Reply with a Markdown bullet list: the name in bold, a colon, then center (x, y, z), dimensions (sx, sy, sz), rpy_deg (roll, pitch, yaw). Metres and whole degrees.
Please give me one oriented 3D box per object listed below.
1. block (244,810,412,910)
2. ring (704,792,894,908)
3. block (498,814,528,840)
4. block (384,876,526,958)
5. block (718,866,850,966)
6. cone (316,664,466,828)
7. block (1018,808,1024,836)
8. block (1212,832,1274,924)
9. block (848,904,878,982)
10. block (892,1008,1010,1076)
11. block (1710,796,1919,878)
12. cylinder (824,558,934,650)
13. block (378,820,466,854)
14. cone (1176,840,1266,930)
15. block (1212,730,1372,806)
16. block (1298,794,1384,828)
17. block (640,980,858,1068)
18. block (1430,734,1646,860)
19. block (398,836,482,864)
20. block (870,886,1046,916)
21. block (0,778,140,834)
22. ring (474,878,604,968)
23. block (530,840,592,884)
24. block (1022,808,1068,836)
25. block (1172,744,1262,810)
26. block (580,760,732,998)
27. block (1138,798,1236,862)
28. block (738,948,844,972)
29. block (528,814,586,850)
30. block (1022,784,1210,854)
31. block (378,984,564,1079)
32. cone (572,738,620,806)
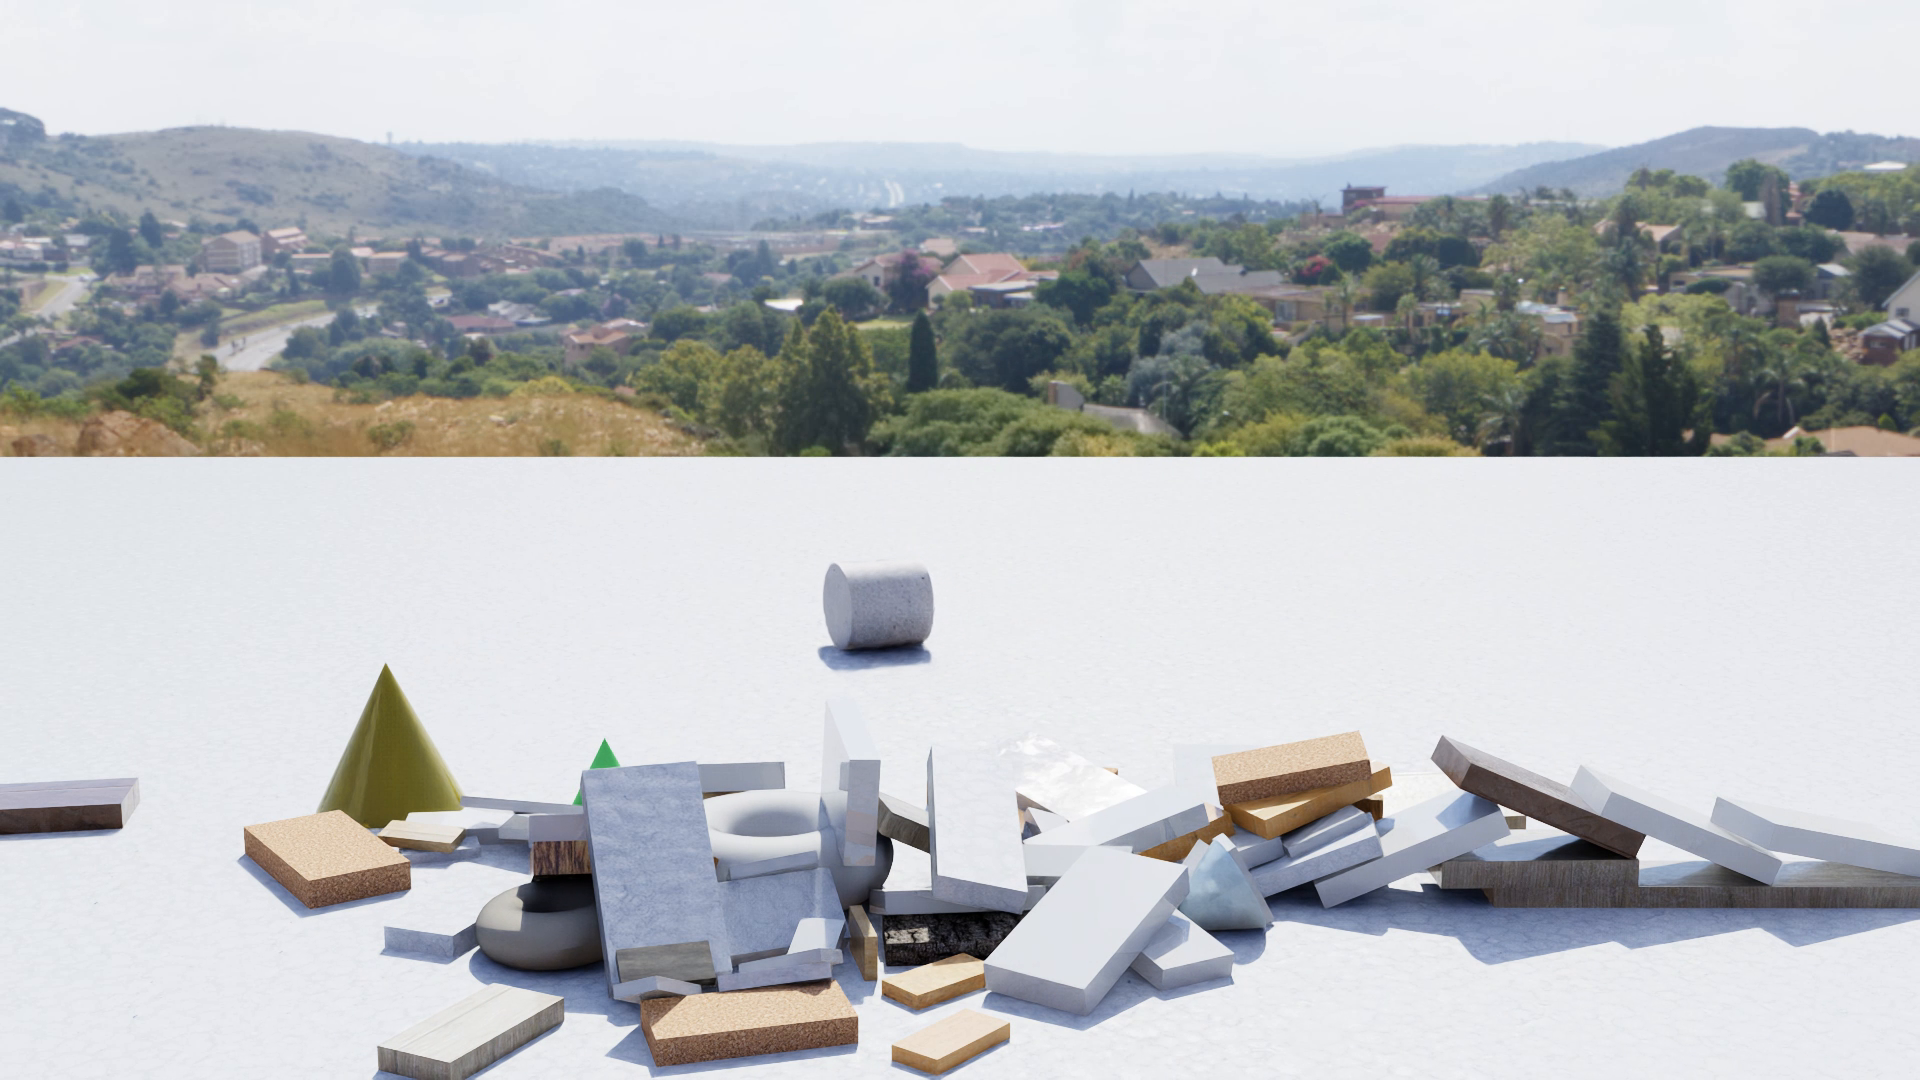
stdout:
- **block**: center (-1.090, 0.545, 3.778), dimensions (0.173, 0.049, 0.346), rpy_deg (-7, 13, -34)
- **ring**: center (-0.315, 0.523, 3.664), dimensions (0.409, 0.136, 0.409), rpy_deg (0, 9, 0)
- **block**: center (-0.766, 0.503, 3.917), dimensions (0.067, 0.019, 0.135), rpy_deg (2, 11, 8)
- **block**: center (-0.795, 0.600, 3.517), dimensions (0.125, 0.035, 0.249), rpy_deg (4, 11, 20)
- **block**: center (-0.306, 0.585, 3.396), dimensions (0.249, 0.035, 0.125), rpy_deg (-5, 54, -24)
- **cone**: center (-1.070, 0.364, 4.123), dimensions (0.279, 0.279, 0.279), rpy_deg (0, 11, 0)
- **block**: center (0.040, 0.482, 3.849), dimensions (0.142, 0.040, 0.284), rpy_deg (25, 1, 3)
- **block**: center (0.456, 0.545, 3.540), dimensions (0.020, 0.142, 0.071), rpy_deg (-30, 14, -4)
- **block**: center (-0.148, 0.614, 3.353), dimensions (0.020, 0.069, 0.139), rpy_deg (-2, 11, -12)
- **block**: center (-0.012, 0.694, 3.046), dimensions (0.081, 0.023, 0.162), rpy_deg (8, 13, 38)
- **block**: center (1.431, 0.494, 3.659), dimensions (0.315, 0.045, 0.157), rpy_deg (11, 7, -18)
- **cylinder**: center (-0.202, 0.156, 5.422), dimensions (0.213, 0.213, 0.213), rpy_deg (-4, 11, -22)
- **block**: center (-0.944, 0.520, 3.857), dimensions (0.135, 0.019, 0.068), rpy_deg (5, 17, 8)
- **cone**: center (0.376, 0.586, 3.498), dimensions (0.159, 0.159, 0.159), rpy_deg (-29, 15, -7)
- **block**: center (0.565, 0.389, 3.760), dimensions (0.259, 0.037, 0.130), rpy_deg (-11, 16, 6)
- **block**: center (0.606, 0.500, 3.815), dimensions (0.248, 0.124, 0.035), rpy_deg (2, 11, 10)
- **block**: center (-0.297, 0.677, 3.090), dimensions (0.283, 0.040, 0.141), rpy_deg (-3, 11, -16)
- **block**: center (0.953, 0.424, 3.635), dimensions (0.324, 0.046, 0.162), rpy_deg (22, 9, -8)
- **block**: center (-0.913, 0.545, 3.859), dimensions (0.135, 0.019, 0.068), rpy_deg (-4, 11, -18)
- **block**: center (-0.005, 0.574, 3.515), dimensions (0.259, 0.037, 0.130), rpy_deg (0, -8, -13)
- **block**: center (-1.707, 0.493, 4.060), dimensions (0.336, 0.048, 0.168), rpy_deg (-2, 11, -10)
- **ring**: center (-0.622, 0.593, 3.415), dimensions (0.258, 0.086, 0.258), rpy_deg (-3, 9, 1)
- **block**: center (-0.599, 0.520, 3.538), dimensions (0.178, 0.050, 0.355), rpy_deg (0, -11, -12)
- **block**: center (0.167, 0.520, 3.825), dimensions (0.075, 0.021, 0.149), rpy_deg (17, 18, -23)
- **block**: center (0.489, 0.468, 4.094), dimensions (0.169, 0.048, 0.338), rpy_deg (1, 17, 3)
- **block**: center (-0.463, 0.508, 3.329), dimensions (0.178, 0.050, 0.355), rpy_deg (-3, 56, -17)
- **block**: center (0.307, 0.516, 3.712), dimensions (0.283, 0.040, 0.141), rpy_deg (-21, 14, -20)
- **block**: center (-0.247, 0.620, 3.219), dimensions (0.136, 0.019, 0.068), rpy_deg (-15, -18, 21)
- **block**: center (-0.619, 0.497, 3.676), dimensions (0.178, 0.050, 0.355), rpy_deg (-1, -11, -8)
- **block**: center (0.261, 0.492, 3.693), dimensions (0.283, 0.040, 0.141), rpy_deg (-19, 13, -15)
- **block**: center (-0.677, 0.686, 3.058), dimensions (0.125, 0.035, 0.249), rpy_deg (5, 12, 26)
- **cone**: center (-0.637, 0.428, 3.955), dimensions (0.152, 0.152, 0.152), rpy_deg (0, 11, 0)
